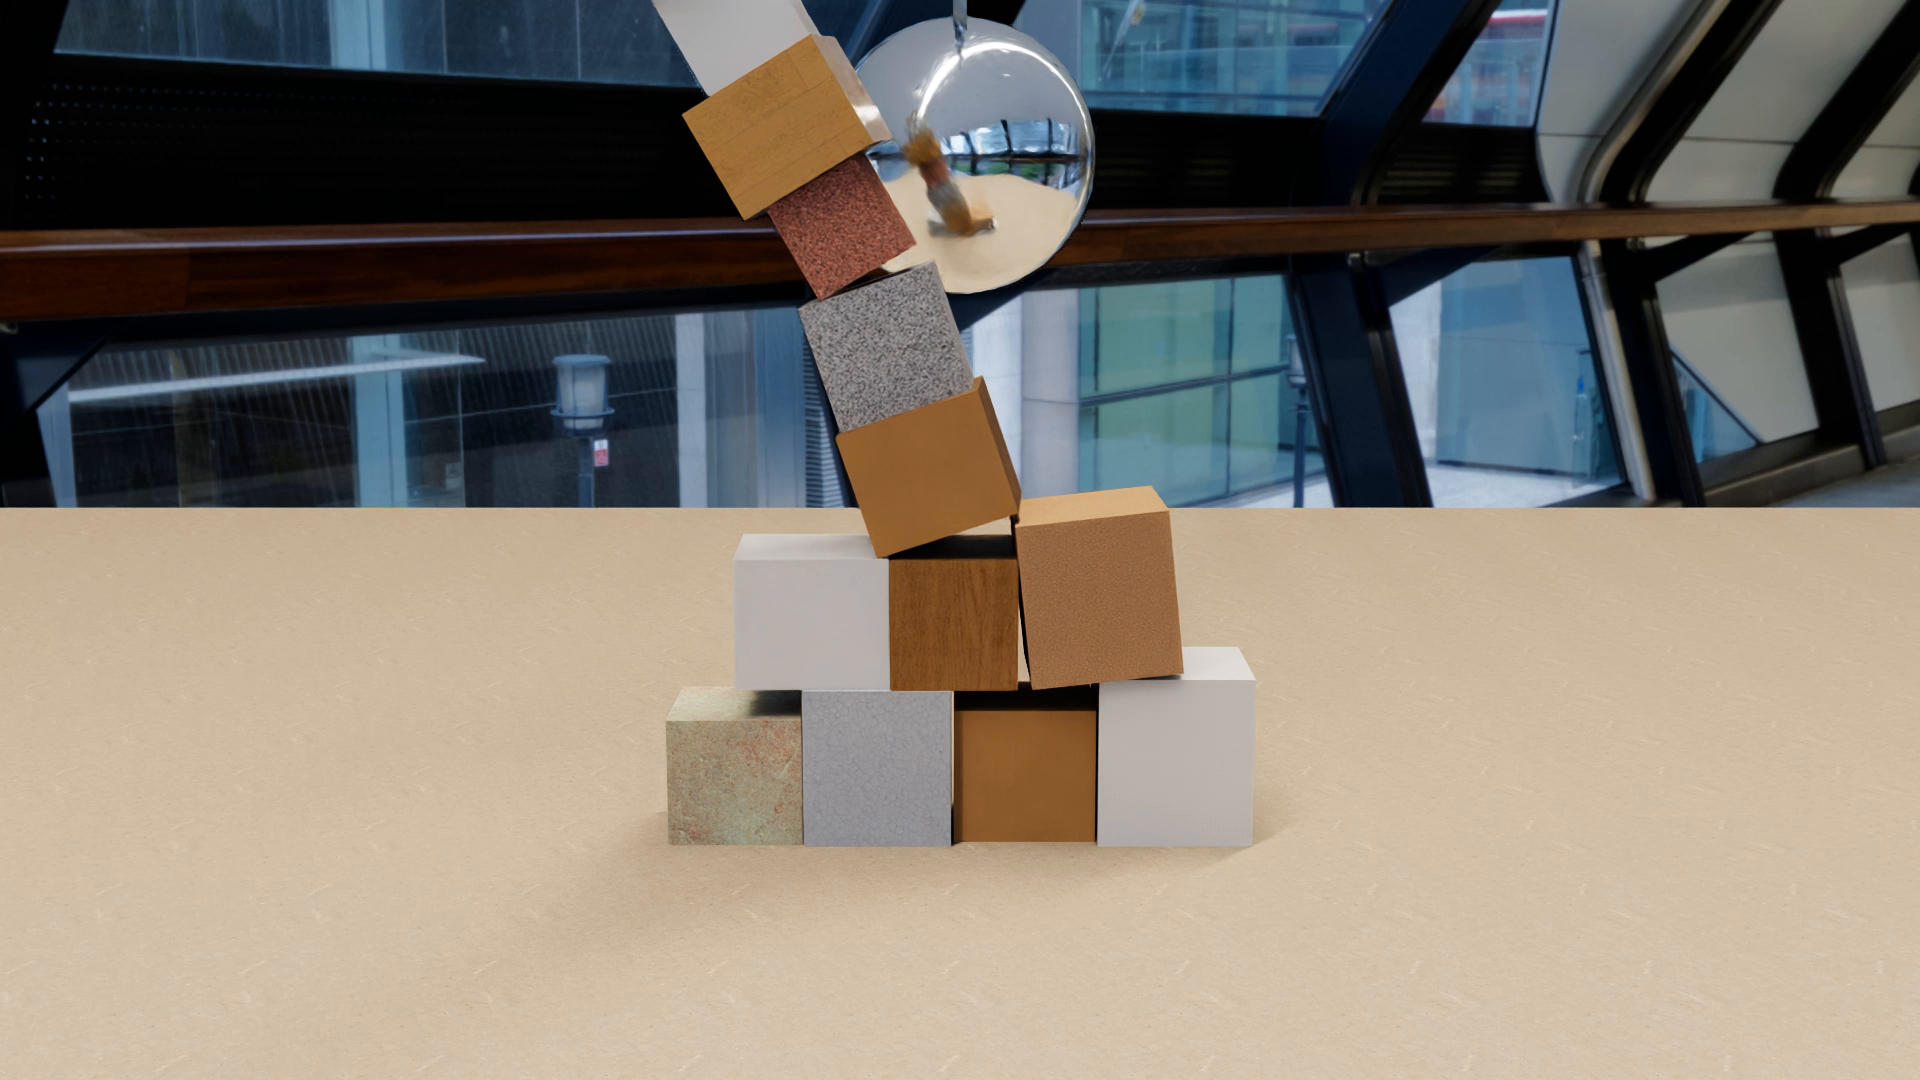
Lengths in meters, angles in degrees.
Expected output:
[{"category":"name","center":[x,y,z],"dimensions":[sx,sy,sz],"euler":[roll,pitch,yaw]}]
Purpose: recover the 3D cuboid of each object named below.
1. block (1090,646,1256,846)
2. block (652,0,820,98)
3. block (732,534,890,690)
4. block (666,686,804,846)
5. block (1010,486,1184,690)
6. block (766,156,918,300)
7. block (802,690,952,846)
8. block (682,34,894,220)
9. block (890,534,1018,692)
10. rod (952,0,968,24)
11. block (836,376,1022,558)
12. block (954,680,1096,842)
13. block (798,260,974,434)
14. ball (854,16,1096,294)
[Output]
[{"category":"block","center":[1.082,1.054,11.354],"dimensions":[0.777,0.863,0.726],"euler":[0,10,0]},{"category":"block","center":[-1.086,-2.557,10.824],"dimensions":[0.576,0.546,0.538],"euler":[-30,7,8]},{"category":"block","center":[-0.743,0.357,11.254],"dimensions":[0.771,0.660,0.720],"euler":[0,10,-1]},{"category":"block","center":[-1.131,1.159,11.382],"dimensions":[0.677,0.648,0.700],"euler":[0,10,0]},{"category":"block","center":[0.680,0.228,11.188],"dimensions":[0.754,0.821,0.803],"euler":[-6,10,0]},{"category":"block","center":[-0.584,-1.566,11.000],"dimensions":[0.505,0.517,0.513],"euler":[-29,7,9]},{"category":"block","center":[-0.416,1.081,11.366],"dimensions":[0.741,0.806,0.749],"euler":[0,10,0]},{"category":"block","center":[-0.840,-2.052,10.921],"dimensions":[0.740,0.589,0.707],"euler":[-29,7,12]},{"category":"block","center":[-0.039,0.361,11.241],"dimensions":[0.635,0.656,0.741],"euler":[0,10,-1]},{"category":"rod","center":[0.000,-5.176,11.153],"dimensions":[0.080,5.200,0.080],"euler":[0,31,0]},{"category":"block","center":[-0.145,-0.379,11.113],"dimensions":[0.736,0.636,0.705],"euler":[-18,9,6]},{"category":"block","center":[0.325,1.138,11.394],"dimensions":[0.714,0.684,0.624],"euler":[0,10,0]},{"category":"block","center":[-0.361,-0.988,11.095],"dimensions":[0.682,0.644,0.624],"euler":[-18,9,5]},{"category":"ball","center":[0.000,-2.247,12.880],"dimensions":[1.600,1.600,1.600],"euler":[0,10,0]}]
